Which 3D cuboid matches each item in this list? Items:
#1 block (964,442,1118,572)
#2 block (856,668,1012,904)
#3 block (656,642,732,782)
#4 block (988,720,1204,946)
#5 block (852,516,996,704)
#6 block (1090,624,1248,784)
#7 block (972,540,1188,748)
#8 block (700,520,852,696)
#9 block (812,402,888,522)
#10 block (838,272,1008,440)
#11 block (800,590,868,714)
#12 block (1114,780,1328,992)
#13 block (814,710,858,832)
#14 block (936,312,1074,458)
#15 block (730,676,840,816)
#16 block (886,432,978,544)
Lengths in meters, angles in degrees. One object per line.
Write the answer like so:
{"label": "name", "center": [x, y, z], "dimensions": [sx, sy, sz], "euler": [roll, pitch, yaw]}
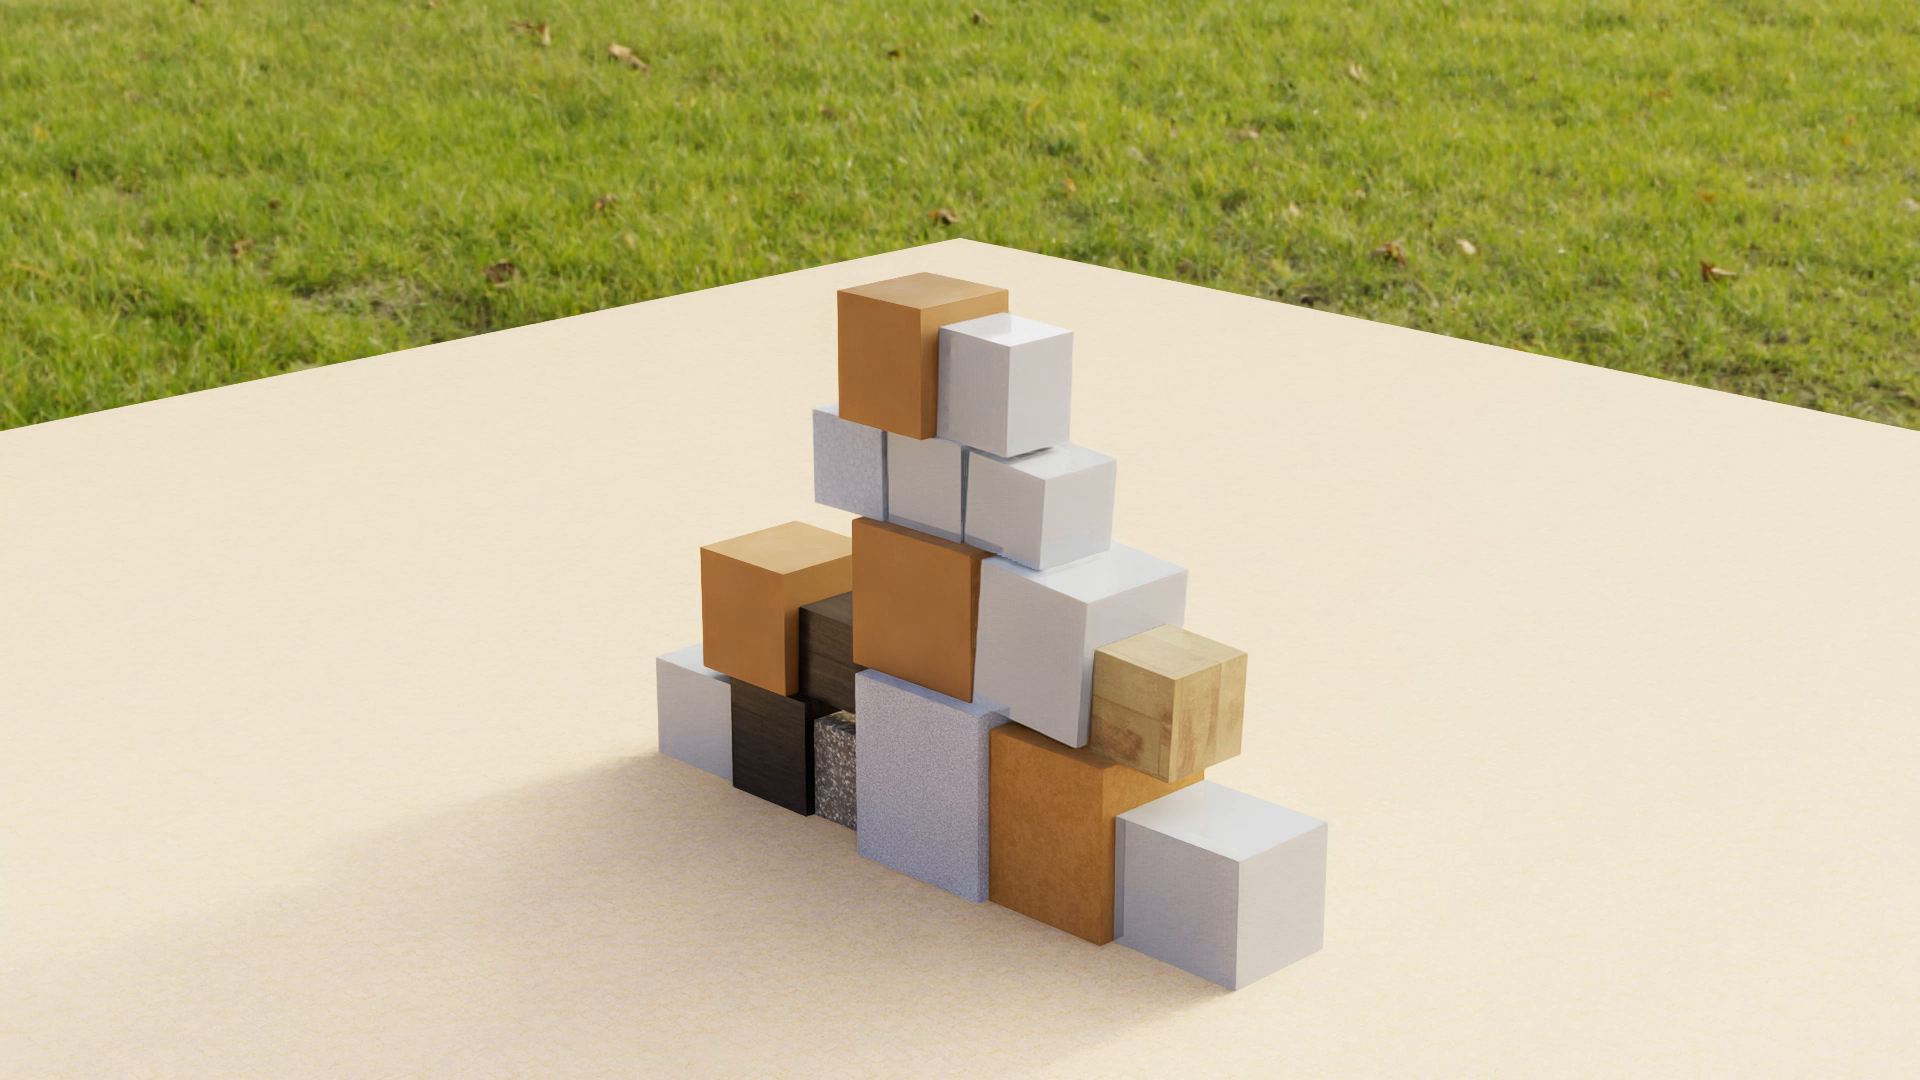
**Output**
{"label": "block", "center": [0.355, -0.174, 12.923], "dimensions": [0.458, 0.424, 0.460], "euler": [-17, 29, -42]}
{"label": "block", "center": [0.102, 1.031, 13.570], "dimensions": [0.855, 0.897, 0.787], "euler": [-17, 24, -42]}
{"label": "block", "center": [-1.136, 0.844, 14.804], "dimensions": [0.511, 0.513, 0.610], "euler": [-17, 24, -42]}
{"label": "block", "center": [0.607, 1.229, 13.062], "dimensions": [0.672, 0.823, 0.677], "euler": [-17, 24, -42]}
{"label": "block", "center": [0.012, 0.246, 13.420], "dimensions": [0.669, 0.690, 0.762], "euler": [-17, 24, -42]}
{"label": "block", "center": [0.896, 0.697, 12.605], "dimensions": [0.474, 0.472, 0.454], "euler": [-17, 27, -42]}
{"label": "block", "center": [0.529, 0.423, 12.932], "dimensions": [0.654, 0.677, 0.630], "euler": [-17, 29, -42]}
{"label": "block", "center": [-0.828, 0.326, 14.340], "dimensions": [0.623, 0.614, 0.607], "euler": [-17, 24, -42]}
{"label": "block", "center": [-0.347, -0.394, 13.563], "dimensions": [0.477, 0.448, 0.460], "euler": [-17, 23, -42]}
{"label": "block", "center": [-0.166, -0.838, 13.230], "dimensions": [0.551, 0.593, 0.537], "euler": [-17, 24, -42]}
{"label": "block", "center": [-0.432, 0.534, 13.983], "dimensions": [0.456, 0.437, 0.493], "euler": [-17, 25, -42]}
{"label": "block", "center": [1.122, 1.479, 12.653], "dimensions": [0.590, 0.592, 0.689], "euler": [-17, 24, -42]}
{"label": "block", "center": [-0.354, 1.090, 14.064], "dimensions": [0.494, 0.487, 0.479], "euler": [-17, 24, -42]}
{"label": "block", "center": [0.198, -0.688, 12.913], "dimensions": [0.402, 0.499, 0.431], "euler": [-17, 26, -42]}
{"label": "block", "center": [-0.734, 0.938, 14.388], "dimensions": [0.554, 0.583, 0.539], "euler": [-17, 24, -42]}
{"label": "block", "center": [0.011, -0.300, 13.258], "dimensions": [0.490, 0.450, 0.470], "euler": [-17, 24, -42]}
